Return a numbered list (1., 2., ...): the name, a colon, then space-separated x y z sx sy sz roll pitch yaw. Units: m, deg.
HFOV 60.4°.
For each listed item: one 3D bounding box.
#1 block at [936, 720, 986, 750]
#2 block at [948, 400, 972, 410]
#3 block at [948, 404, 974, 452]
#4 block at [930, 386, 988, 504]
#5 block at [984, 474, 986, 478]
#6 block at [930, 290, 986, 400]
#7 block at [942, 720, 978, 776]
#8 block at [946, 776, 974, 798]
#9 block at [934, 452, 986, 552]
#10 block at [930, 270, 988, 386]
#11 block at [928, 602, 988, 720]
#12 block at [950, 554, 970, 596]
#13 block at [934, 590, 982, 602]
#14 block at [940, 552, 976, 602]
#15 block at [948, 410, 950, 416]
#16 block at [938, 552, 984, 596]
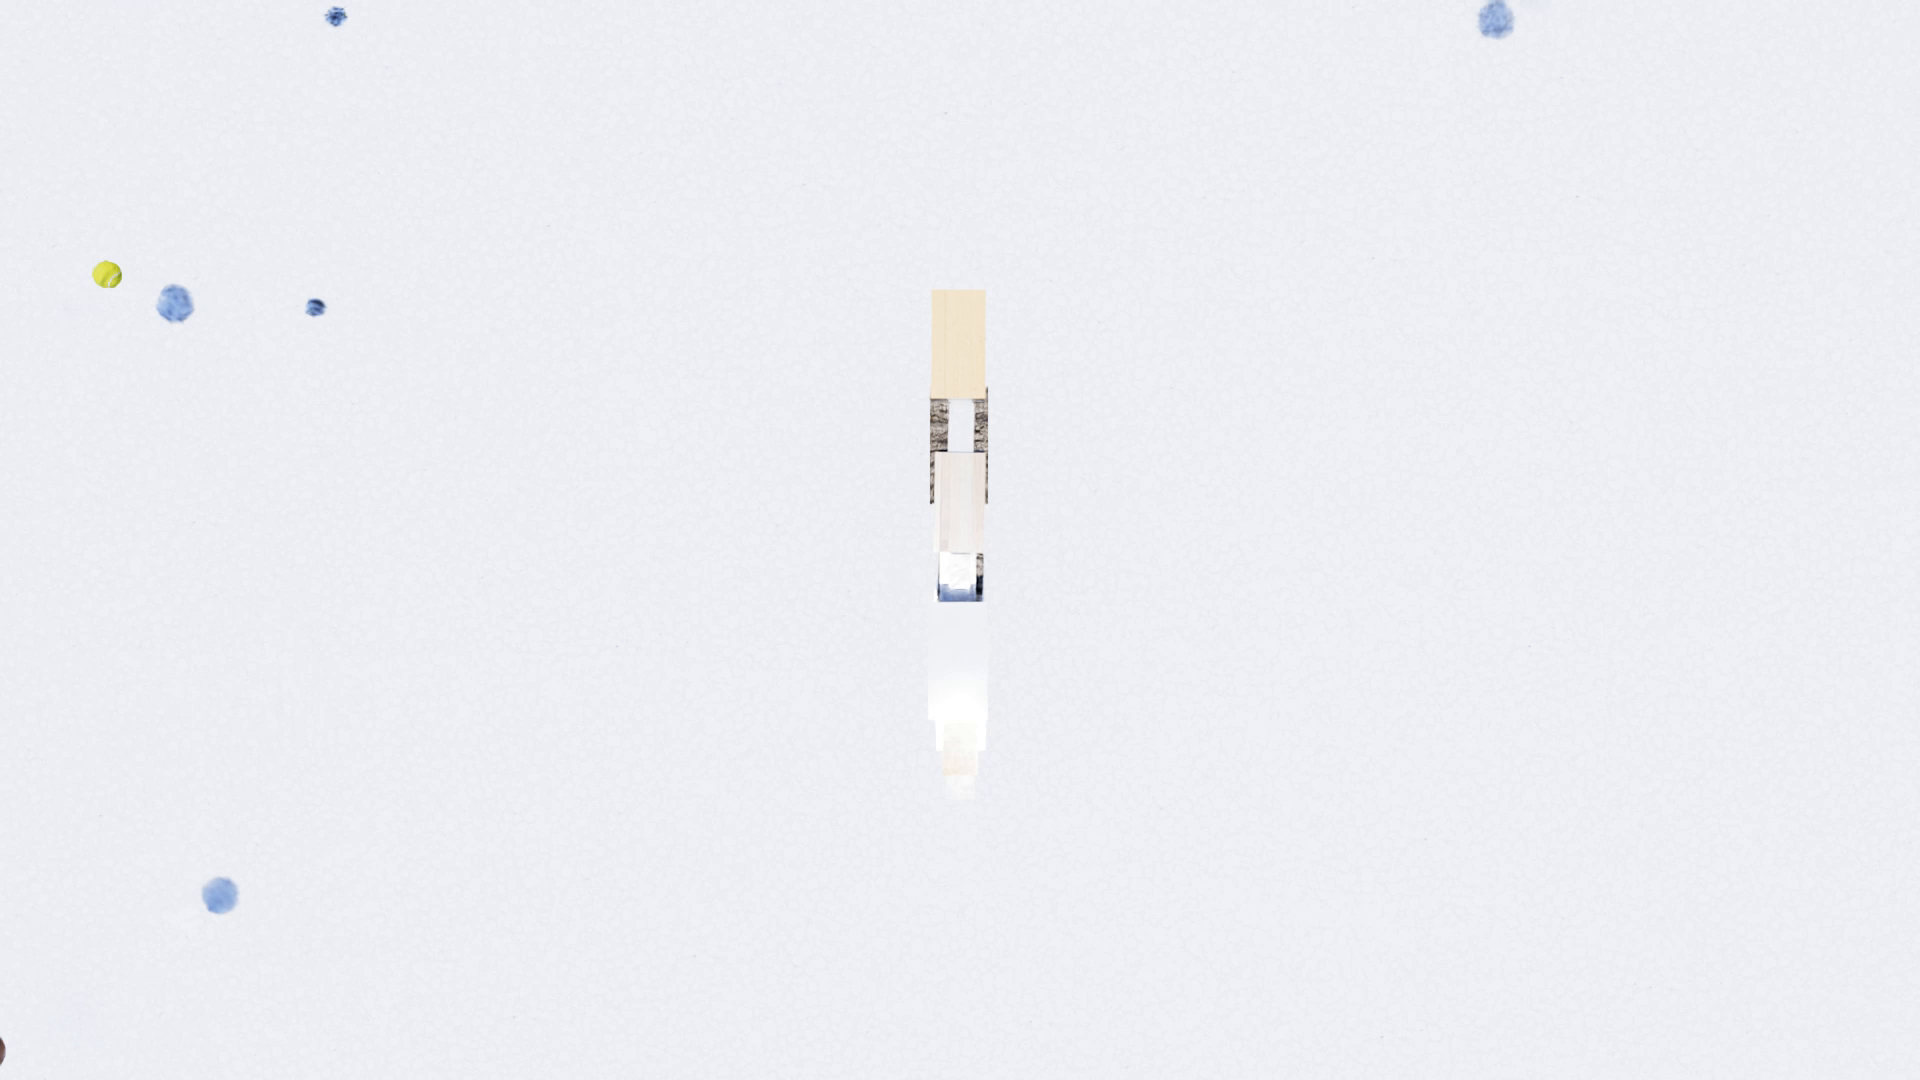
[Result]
1. block: 0.002 0.471 4.846 0.146 0.041 0.292 0 90 0
2. block: 0.001 -0.376 4.637 0.064 0.018 0.128 0 90 0
3. block: 0.003 -0.299 4.475 0.068 0.019 0.136 2 90 -1
4. block: -0.003 -0.274 4.798 0.171 0.048 0.342 0 90 0
5. block: 0.002 -0.186 4.490 0.131 0.262 0.037 0 90 0
6. block: -0.004 -0.512 4.324 0.142 0.040 0.284 0 90 0
7. block: 0.001 0.559 4.616 0.098 0.028 0.195 0 90 1
8. block: 0.001 0.709 5.085 0.087 0.025 0.175 0 91 0
9. block: -0.001 -0.098 4.340 0.131 0.037 0.262 1 90 0
10. block: -0.002 -0.623 4.886 0.173 0.049 0.347 0 90 0
11. block: -0.006 0.308 4.208 0.149 0.042 0.299 0 89 0
12. block: -0.001 0.095 4.515 0.056 0.016 0.112 1 90 0
13. block: -0.005 0.306 5.182 0.148 0.042 0.297 0 90 0
14. block: -0.006 0.071 4.649 0.101 0.029 0.203 0 90 0
15. block: 0.003 -0.347 4.556 0.068 0.142 0.019 0 90 -1
16. block: 0.004 0.032 4.885 0.130 0.037 0.261 1 90 0
